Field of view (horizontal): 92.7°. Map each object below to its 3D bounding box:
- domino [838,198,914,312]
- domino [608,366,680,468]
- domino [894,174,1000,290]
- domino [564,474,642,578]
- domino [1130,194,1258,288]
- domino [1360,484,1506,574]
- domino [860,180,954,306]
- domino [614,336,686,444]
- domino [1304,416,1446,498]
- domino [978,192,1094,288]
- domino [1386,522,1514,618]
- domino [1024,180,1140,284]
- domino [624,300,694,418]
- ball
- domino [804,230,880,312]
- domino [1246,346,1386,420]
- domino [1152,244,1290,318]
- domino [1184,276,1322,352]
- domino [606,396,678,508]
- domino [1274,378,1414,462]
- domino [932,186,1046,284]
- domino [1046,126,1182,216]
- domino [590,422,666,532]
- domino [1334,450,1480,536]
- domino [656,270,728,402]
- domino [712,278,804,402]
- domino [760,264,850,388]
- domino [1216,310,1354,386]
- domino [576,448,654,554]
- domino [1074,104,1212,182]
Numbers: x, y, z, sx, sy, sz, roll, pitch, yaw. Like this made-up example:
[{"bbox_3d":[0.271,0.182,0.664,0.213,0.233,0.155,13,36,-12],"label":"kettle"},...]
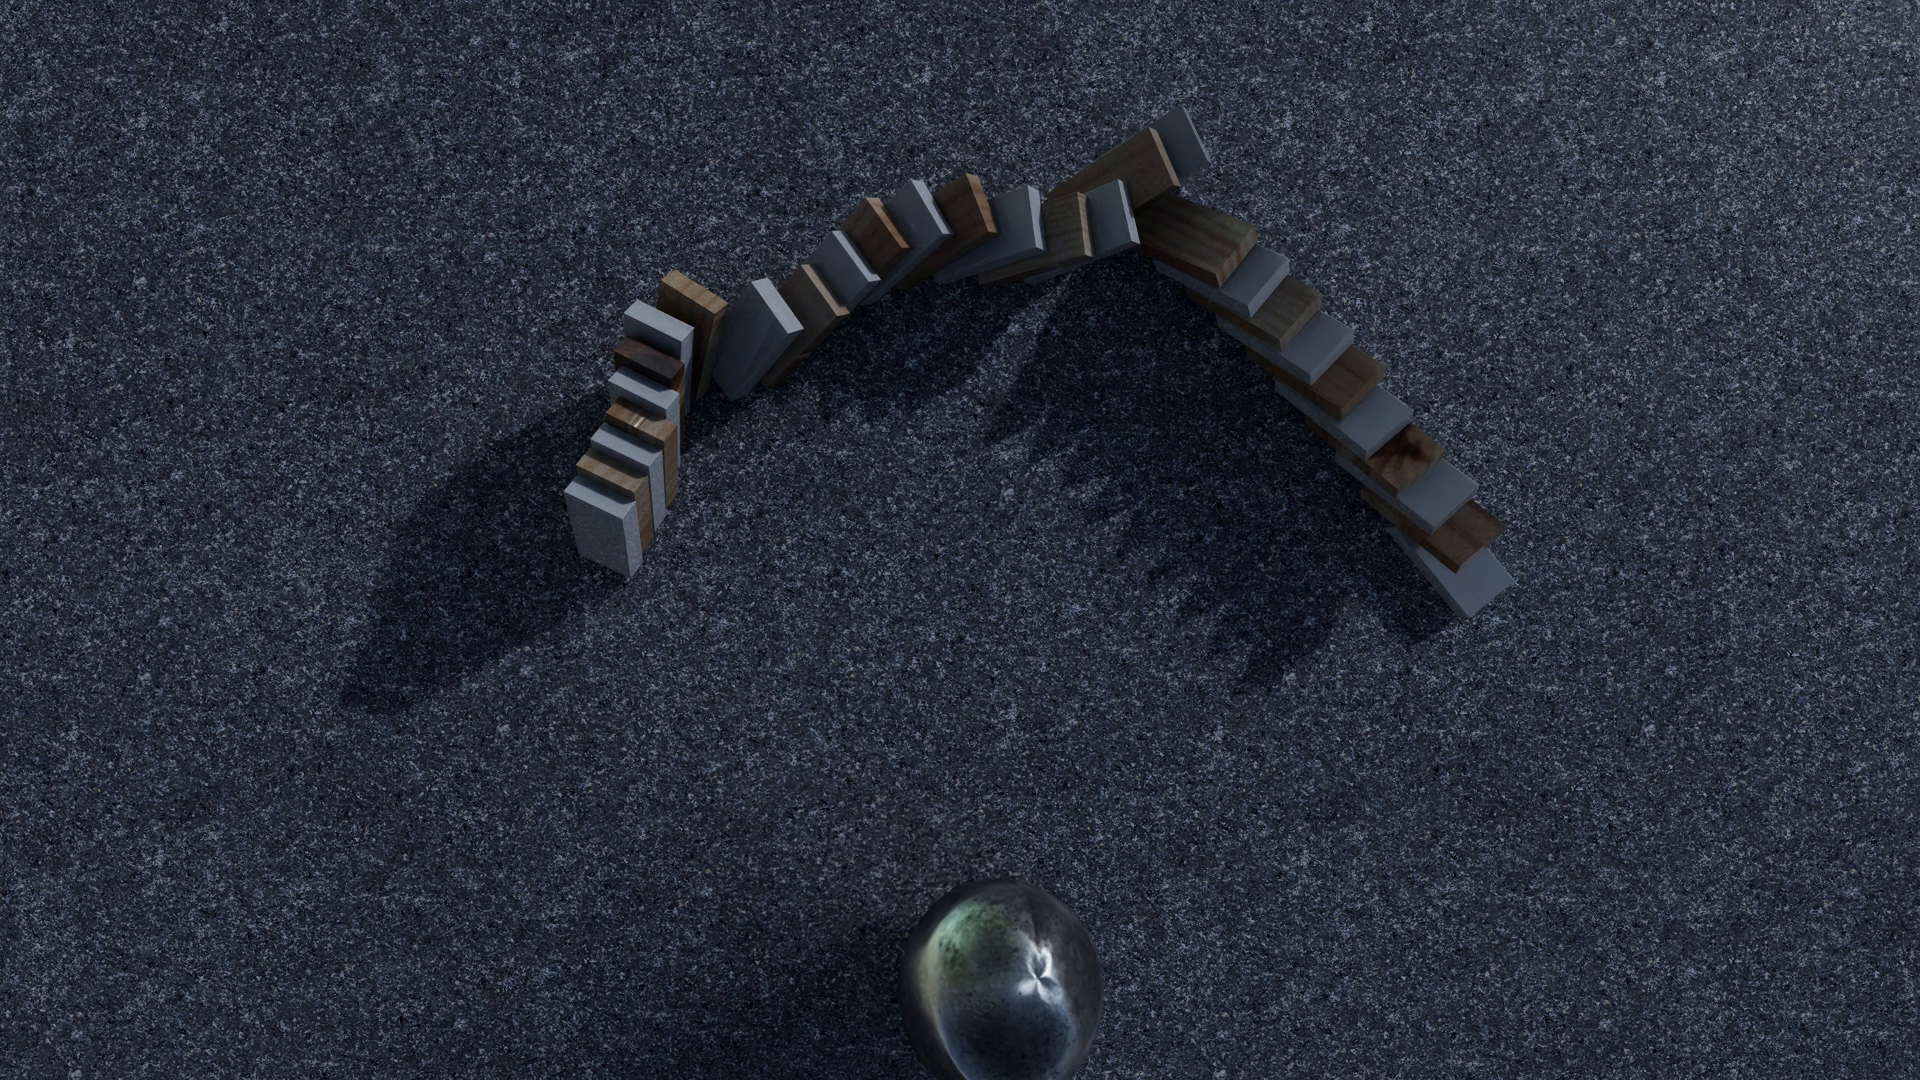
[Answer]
[{"bbox_3d":[-0.045,-0.115,0.382,0.050,0.009,0.025,-36,88,33],"label":"domino"},{"bbox_3d":[-0.129,-0.047,0.377,0.025,0.050,0.009,26,56,0],"label":"domino"},{"bbox_3d":[-0.010,-0.128,0.382,0.050,0.009,0.025,-21,89,34],"label":"domino"},{"bbox_3d":[-0.146,-0.005,0.377,0.025,0.050,0.009,25,57,0],"label":"domino"},{"bbox_3d":[0.095,-0.126,0.382,0.050,0.009,0.025,38,89,34],"label":"domino"},{"bbox_3d":[0.197,-0.012,0.384,0.025,0.010,0.050,-41,61,0],"label":"domino"},{"bbox_3d":[-0.029,-0.123,0.382,0.050,0.009,0.025,-31,89,33],"label":"domino"},{"bbox_3d":[-0.127,-0.059,0.377,0.025,0.050,0.010,26,56,0],"label":"domino"},{"bbox_3d":[0.173,-0.043,0.384,0.025,0.010,0.050,-40,61,0],"label":"domino"},{"bbox_3d":[0.030,-0.124,0.382,0.050,0.009,0.025,-6,93,33],"label":"domino"},{"bbox_3d":[0.211,0.006,0.395,0.025,0.009,0.050,-39,90,0],"label":"domino"},{"bbox_3d":[0.048,-0.128,0.382,0.050,0.009,0.025,-12,91,33],"label":"domino"},{"bbox_3d":[-0.124,-0.072,0.377,0.025,0.050,0.009,26,52,0],"label":"domino"},{"bbox_3d":[0.015,0.175,0.360,0.080,0.080,0.080,0,90,0],"label":"ball"},{"bbox_3d":[-0.058,-0.102,0.382,0.050,0.010,0.025,-36,90,33],"label":"domino"},{"bbox_3d":[0.148,-0.075,0.383,0.025,0.010,0.050,-44,59,0],"label":"domino"},{"bbox_3d":[0.108,-0.115,0.383,0.050,0.009,0.025,40,90,31],"label":"domino"},{"bbox_3d":[0.122,-0.102,0.383,0.025,0.010,0.050,-48,59,0],"label":"domino"},{"bbox_3d":[-0.130,-0.035,0.377,0.025,0.050,0.010,26,56,0],"label":"domino"},{"bbox_3d":[0.160,-0.059,0.384,0.025,0.010,0.050,-41,61,0],"label":"domino"},{"bbox_3d":[0.010,-0.127,0.382,0.050,0.009,0.025,-8,90,33],"label":"domino"},{"bbox_3d":[0.063,-0.145,0.381,0.050,0.009,0.025,-23,91,34],"label":"domino"},{"bbox_3d":[-0.135,-0.025,0.377,0.025,0.050,0.009,25,57,0],"label":"domino"},{"bbox_3d":[0.186,-0.028,0.384,0.025,0.010,0.050,-42,61,0],"label":"domino"},{"bbox_3d":[-0.113,-0.083,0.379,0.025,0.050,0.009,32,47,0],"label":"domino"},{"bbox_3d":[-0.088,-0.082,0.380,0.050,0.010,0.025,-35,90,41],"label":"domino"},{"bbox_3d":[-0.071,-0.089,0.383,0.050,0.010,0.025,-36,90,32],"label":"domino"},{"bbox_3d":[0.135,-0.088,0.383,0.025,0.009,0.050,-46,59,0],"label":"domino"},{"bbox_3d":[-0.141,-0.015,0.377,0.025,0.050,0.009,25,57,0],"label":"domino"},{"bbox_3d":[0.076,-0.155,0.384,0.050,0.009,0.025,-25,90,29],"label":"domino"}]
